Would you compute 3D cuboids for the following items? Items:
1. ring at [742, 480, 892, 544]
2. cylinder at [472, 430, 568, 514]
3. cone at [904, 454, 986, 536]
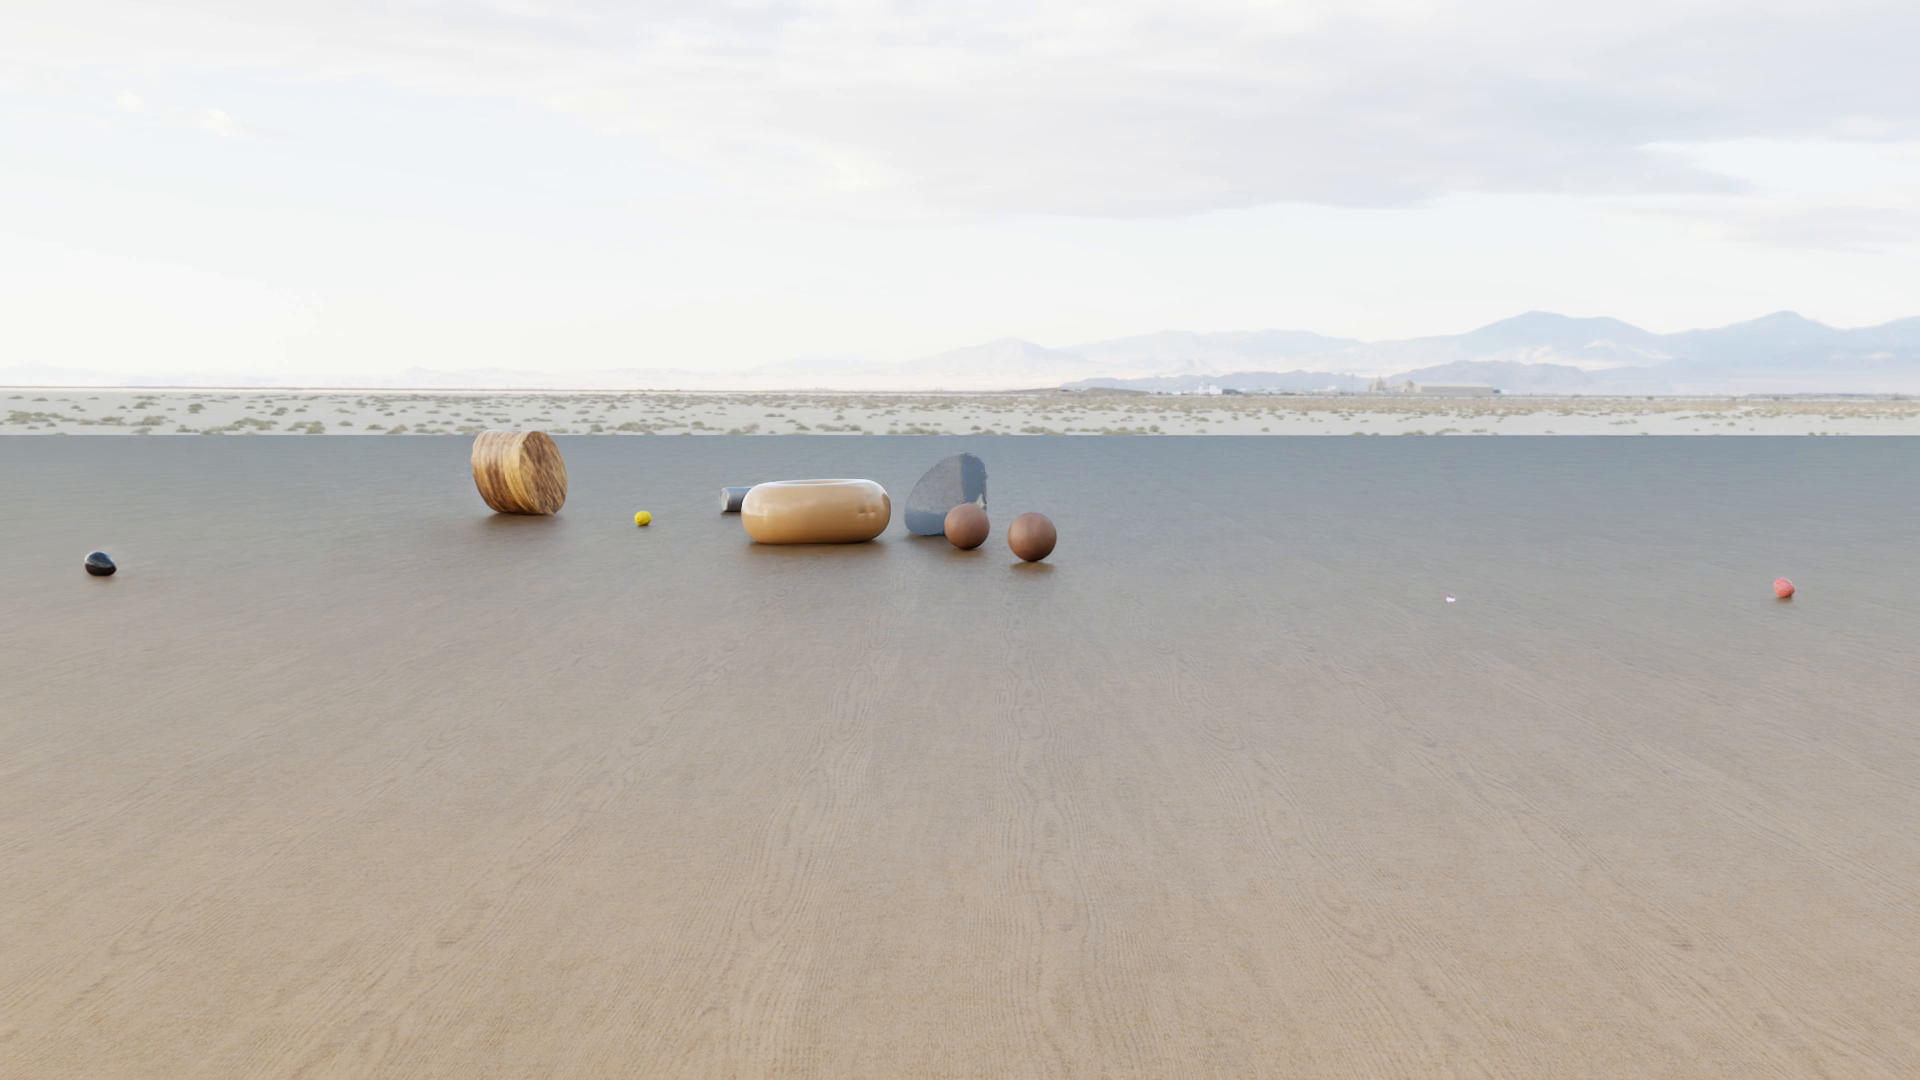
[{"bbox_3d":[-0.425,-0.084,6.508,0.414,0.177,0.474,2,5,40],"label":"ring"},{"bbox_3d":[-1.577,-0.242,7.877,0.217,0.324,0.233,2,37,28],"label":"cylinder"},{"bbox_3d":[0.019,-0.083,6.849,0.234,0.312,0.267,41,17,-42],"label":"cone"}]
